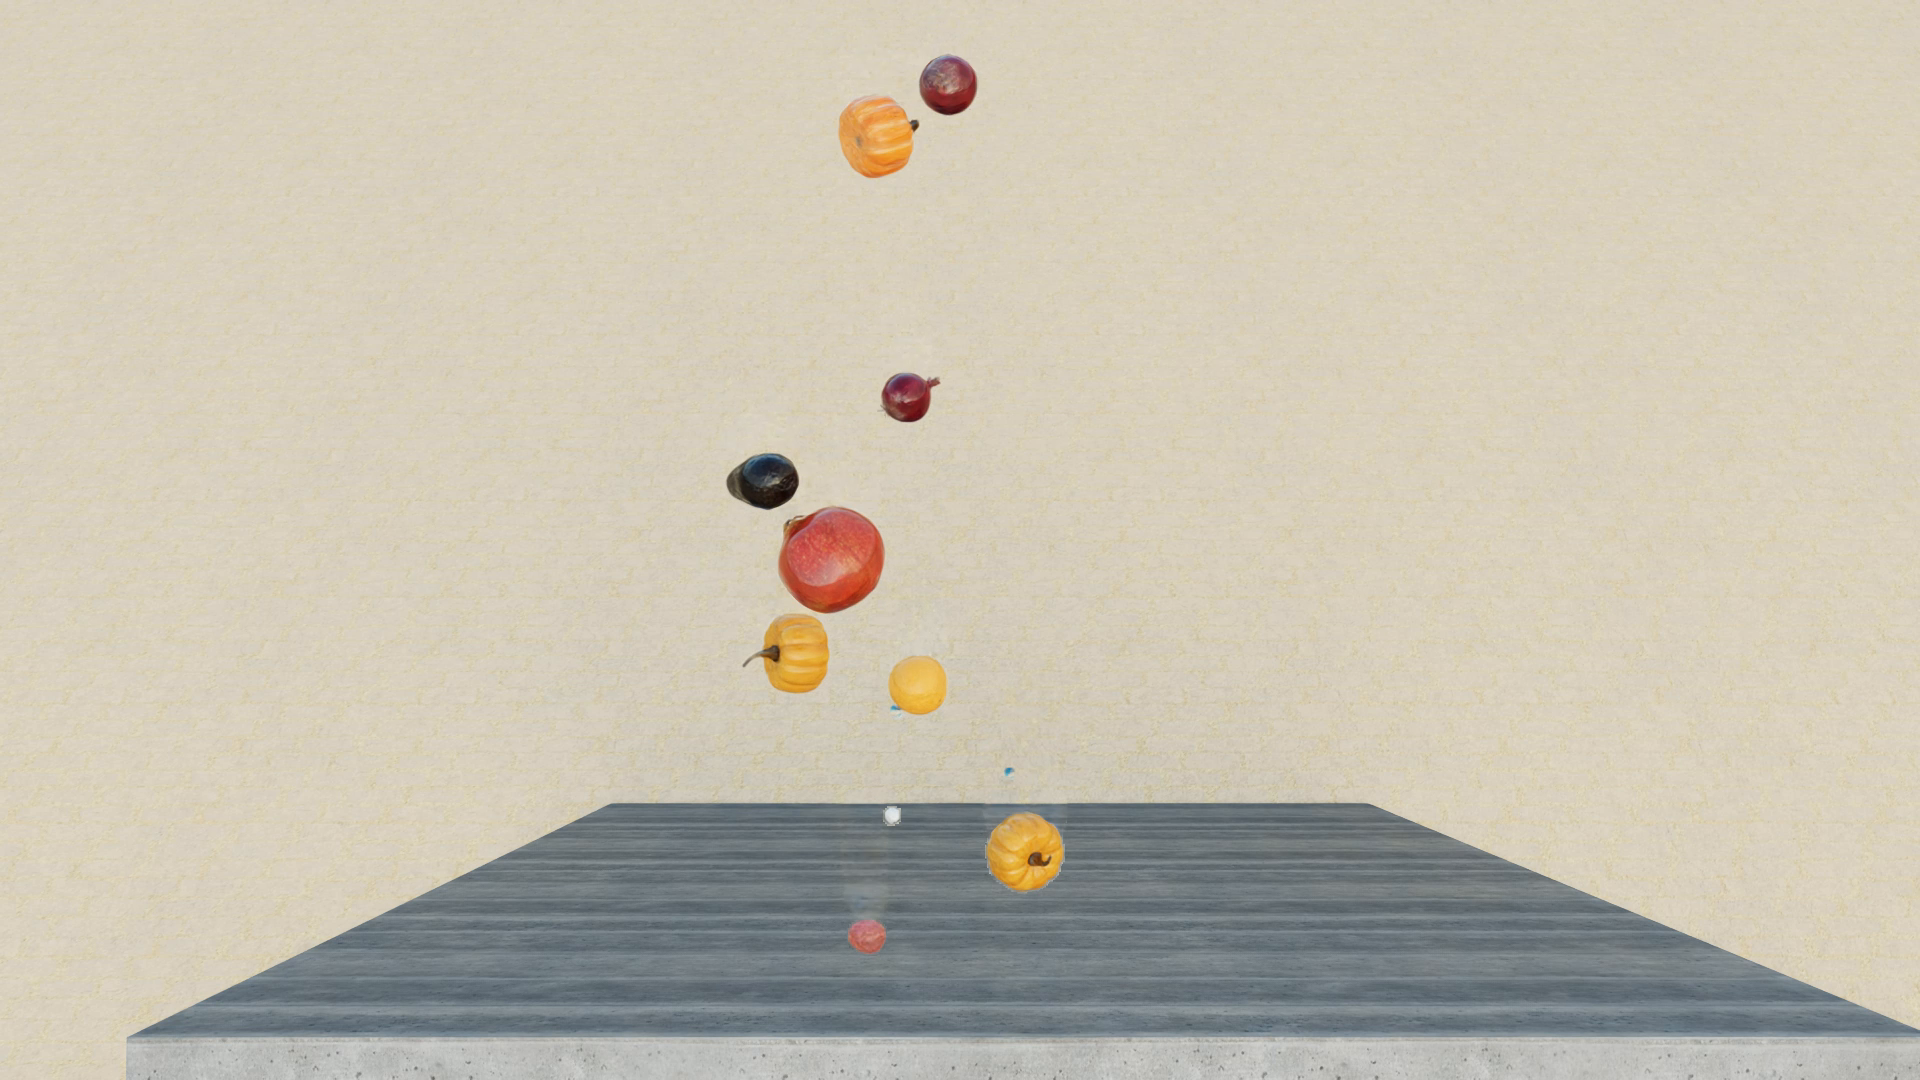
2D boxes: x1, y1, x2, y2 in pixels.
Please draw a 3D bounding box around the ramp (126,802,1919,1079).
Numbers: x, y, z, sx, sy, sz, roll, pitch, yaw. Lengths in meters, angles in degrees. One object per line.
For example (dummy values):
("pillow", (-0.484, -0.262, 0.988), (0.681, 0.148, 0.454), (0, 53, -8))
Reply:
("ramp", (0.079, 0.672, 4.868), (2.000, 0.100, 4.000), (0, -2, 0))
